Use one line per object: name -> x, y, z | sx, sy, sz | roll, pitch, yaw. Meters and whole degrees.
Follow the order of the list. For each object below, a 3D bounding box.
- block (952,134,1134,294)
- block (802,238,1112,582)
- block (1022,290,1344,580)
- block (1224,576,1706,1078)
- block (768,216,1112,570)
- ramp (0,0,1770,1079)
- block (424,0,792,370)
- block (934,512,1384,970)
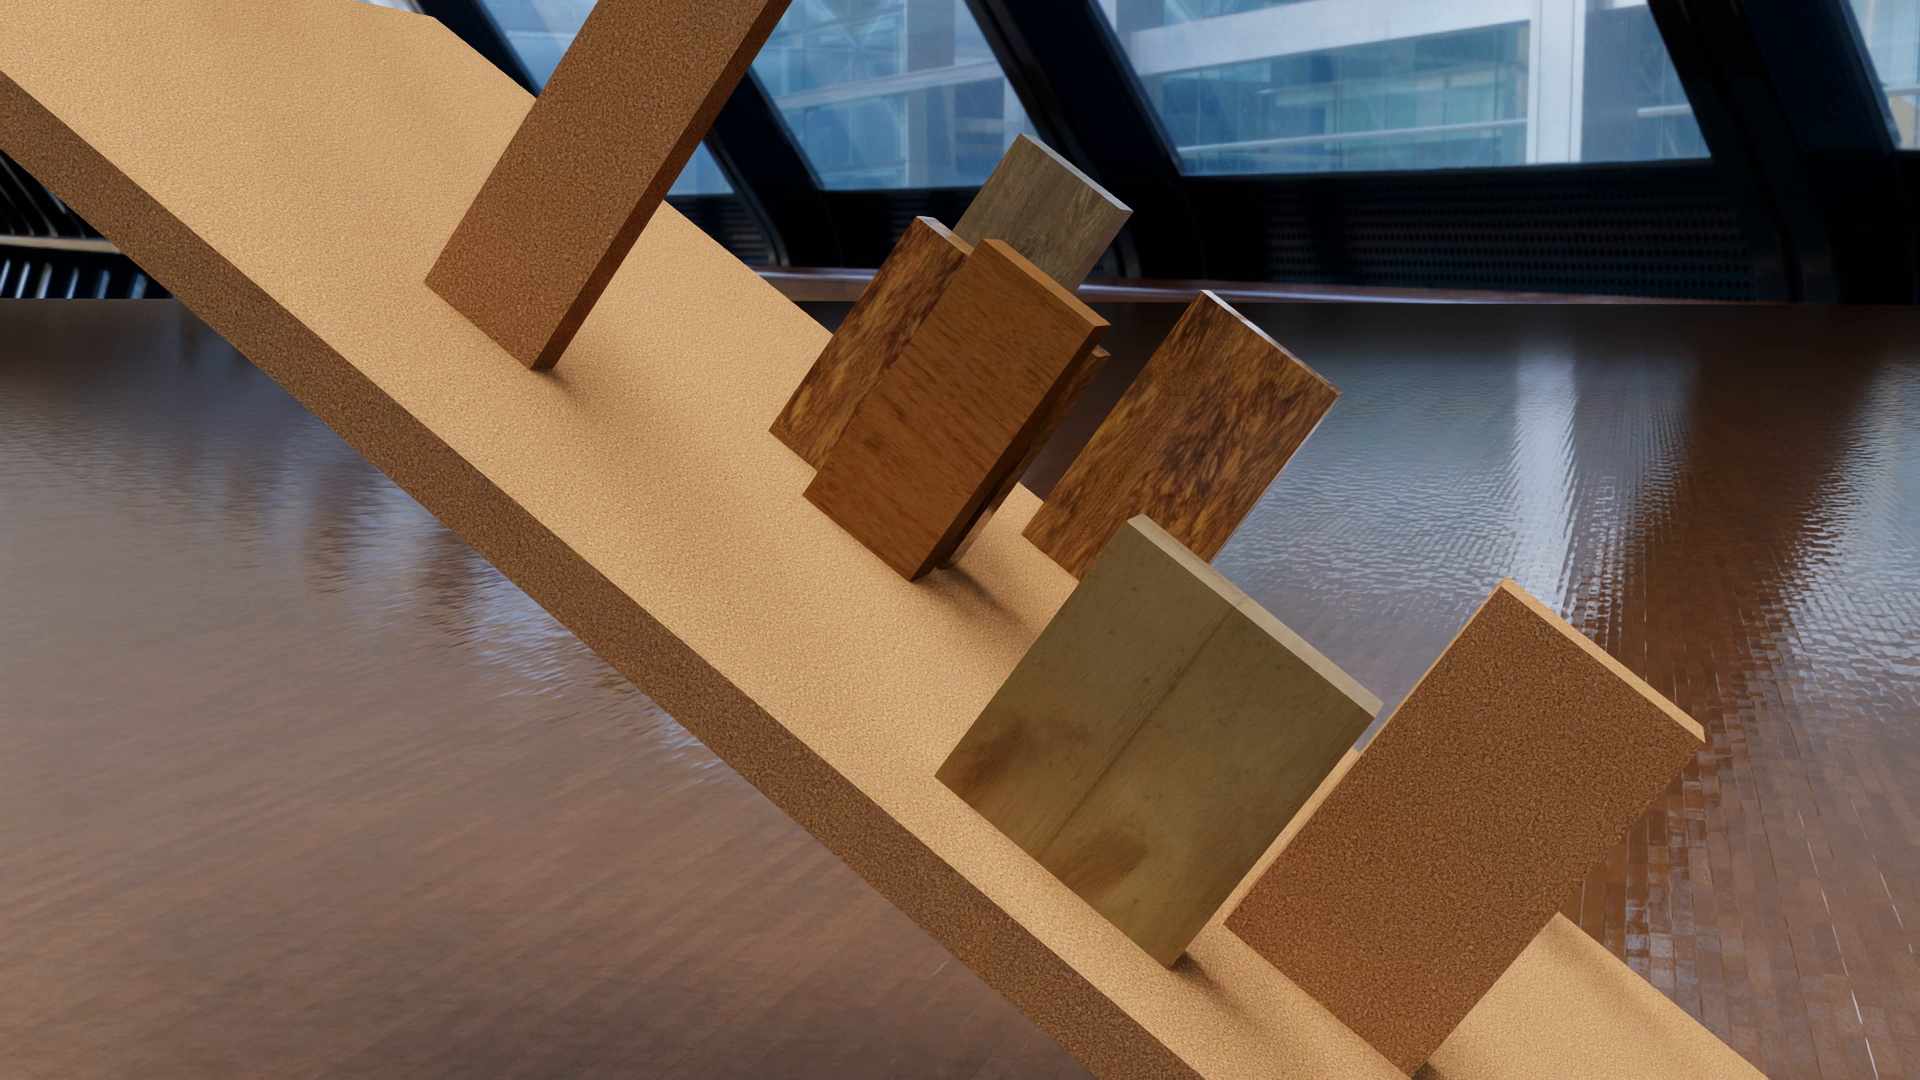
block -> 0.030, -0.448, 4.414 | 0.251, 0.705, 0.115 | 39, 16, 9
block -> -0.009, -0.232, 3.954 | 0.254, 0.573, 0.124 | 39, 16, 9
block -> 0.459, -0.158, 4.599 | 0.353, 0.641, 0.088 | 39, 16, 9
block -> 0.775, 0.447, 3.421 | 0.372, 0.695, 0.124 | 39, 16, 9
block -> -0.043, -0.276, 4.141 | 0.430, 0.502, 0.110 | 39, 16, 9
ramp -> -0.061, 0.123, 4.068 | 4.000, 0.100, 2.000 | 39, 16, 9
block -> -0.576, -0.668, 3.621 | 0.244, 0.785, 0.086 | 39, 16, 9
block -> 0.286, 0.293, 3.221 | 0.445, 0.486, 0.112 | 39, 16, 9
